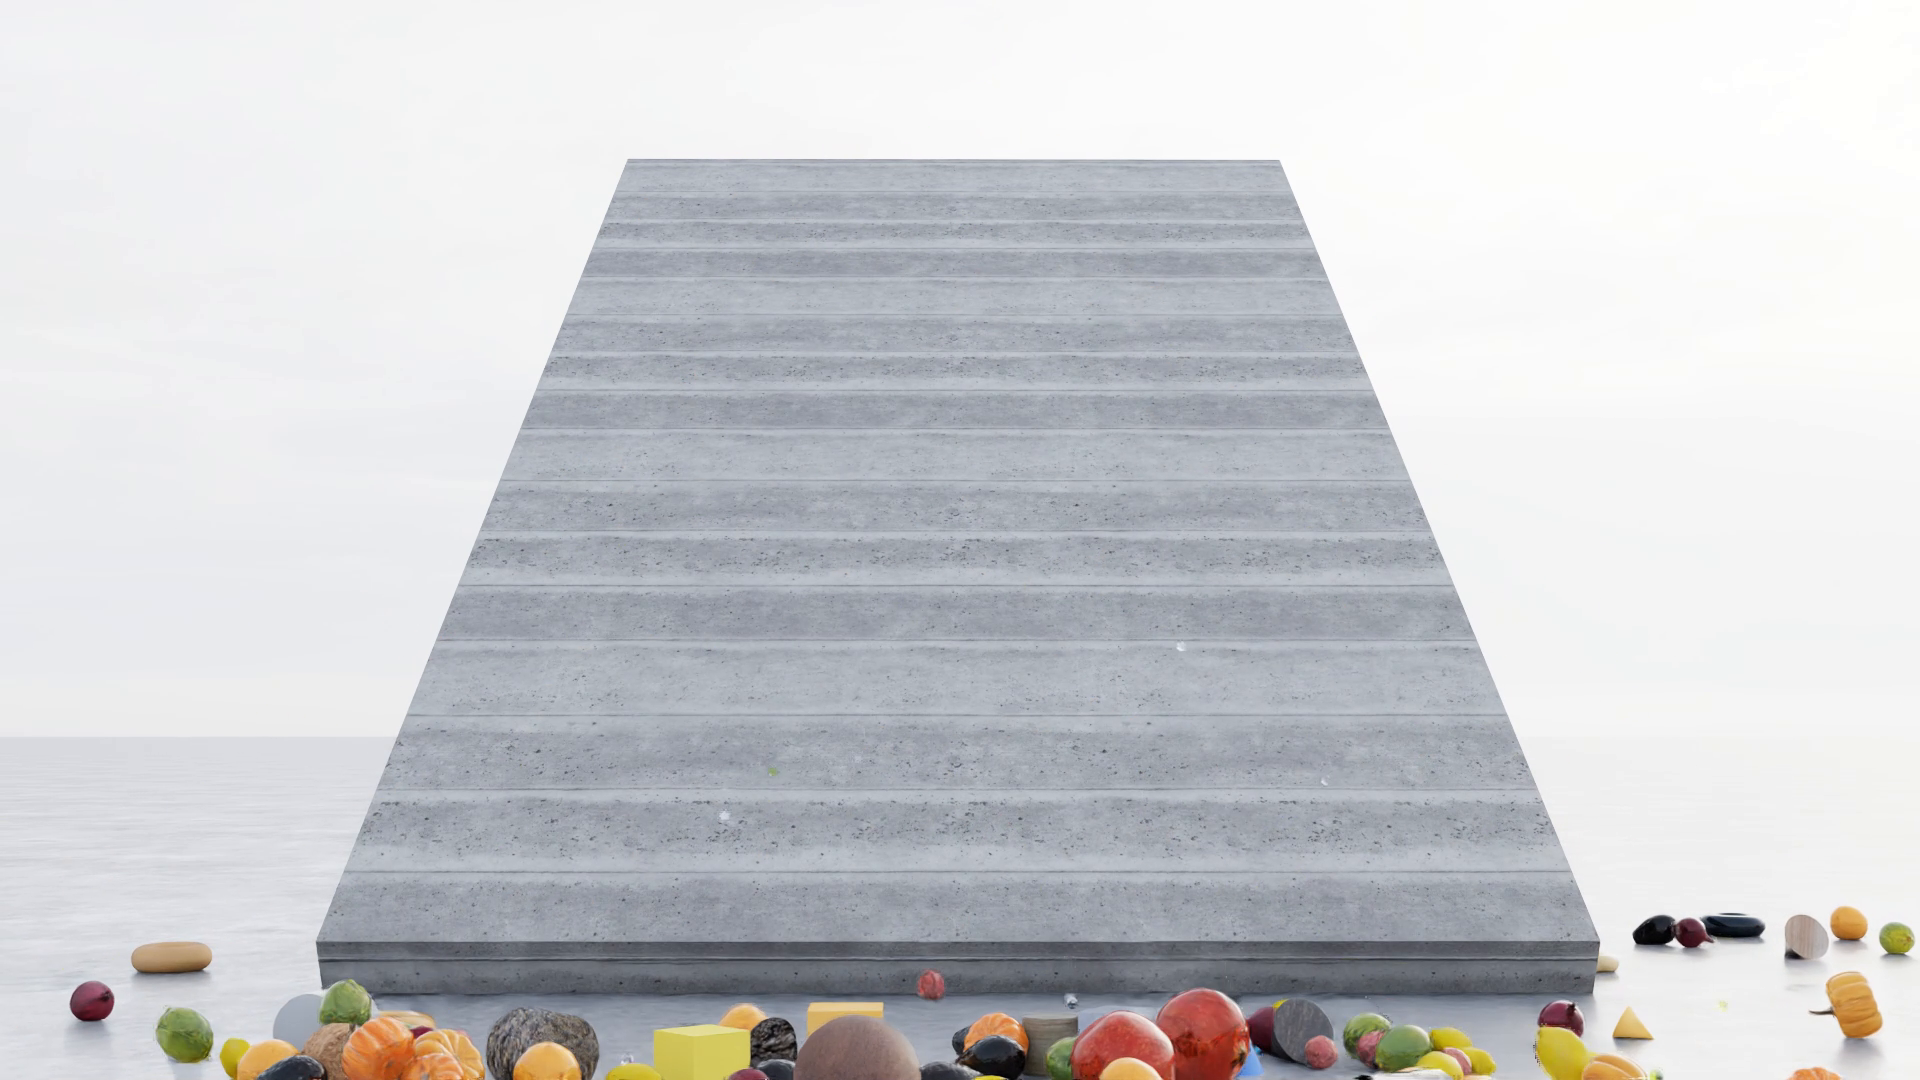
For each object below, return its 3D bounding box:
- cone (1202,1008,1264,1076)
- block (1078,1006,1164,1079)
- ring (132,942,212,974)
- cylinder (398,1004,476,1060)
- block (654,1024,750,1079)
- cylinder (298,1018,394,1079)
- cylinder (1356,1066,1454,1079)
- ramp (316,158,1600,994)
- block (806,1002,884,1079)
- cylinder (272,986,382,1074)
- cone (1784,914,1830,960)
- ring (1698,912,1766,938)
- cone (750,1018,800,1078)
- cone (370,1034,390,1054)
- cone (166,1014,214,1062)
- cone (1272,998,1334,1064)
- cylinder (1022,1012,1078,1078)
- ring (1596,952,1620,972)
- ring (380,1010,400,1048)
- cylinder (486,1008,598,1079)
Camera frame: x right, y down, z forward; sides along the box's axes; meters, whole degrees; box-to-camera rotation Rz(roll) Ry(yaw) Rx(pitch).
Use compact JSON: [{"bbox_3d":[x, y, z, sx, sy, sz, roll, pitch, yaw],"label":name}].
[{"bbox_3d":[0.331,0.607,2.875,0.077,0.077,0.077,0,-5,0],"label":"cone"},{"bbox_3d":[0.194,0.605,2.849,0.077,0.077,0.077,-3,-5,31],"label":"block"},{"bbox_3d":[-1.361,0.721,4.086,0.134,0.045,0.134,0,-3,0],"label":"ring"},{"bbox_3d":[-0.667,0.648,3.024,0.096,0.096,0.096,-5,-8,-1],"label":"cylinder"},{"bbox_3d":[-0.290,0.589,2.654,0.077,0.077,0.077,4,-6,-42],"label":"block"},{"bbox_3d":[-0.688,0.586,2.647,0.082,0.082,0.082,3,6,-33],"label":"cylinder"},{"bbox_3d":[0.422,0.552,2.256,0.088,0.088,0.088,0,-4,-34],"label":"cylinder"},{"bbox_3d":[-0.010,-0.227,5.491,2.000,0.100,4.000,0,27,0],"label":"ramp"},{"bbox_3d":[-0.135,0.596,2.795,0.087,0.087,0.087,0,-5,-1],"label":"block"},{"bbox_3d":[-0.774,0.599,2.897,0.097,0.097,0.097,-1,-5,11],"label":"cylinder"},{"bbox_3d":[1.531,0.744,4.337,0.087,0.087,0.087,1,-31,-13],"label":"cone"},{"bbox_3d":[1.560,0.778,4.781,0.131,0.044,0.131,1,-4,0],"label":"ring"},{"bbox_3d":[-0.212,0.627,2.861,0.076,0.076,0.076,-3,-32,31],"label":"cone"},{"bbox_3d":[-0.725,0.634,2.873,0.053,0.053,0.053,3,-32,-29],"label":"cone"},{"bbox_3d":[-0.970,0.625,2.978,0.057,0.057,0.057,0,-5,0],"label":"cone"},{"bbox_3d":[0.412,0.635,2.984,0.086,0.086,0.086,2,-33,-24],"label":"cone"},{"bbox_3d":[0.109,0.610,2.861,0.069,0.069,0.069,0,-5,0],"label":"cylinder"},{"bbox_3d":[1.087,0.727,4.075,0.094,0.031,0.094,1,-5,0],"label":"ring"},{"bbox_3d":[-0.754,0.648,3.135,0.117,0.039,0.117,1,-5,0],"label":"ring"},{"bbox_3d":[-0.478,0.586,2.708,0.093,0.093,0.093,4,-6,-42],"label":"cylinder"}]
